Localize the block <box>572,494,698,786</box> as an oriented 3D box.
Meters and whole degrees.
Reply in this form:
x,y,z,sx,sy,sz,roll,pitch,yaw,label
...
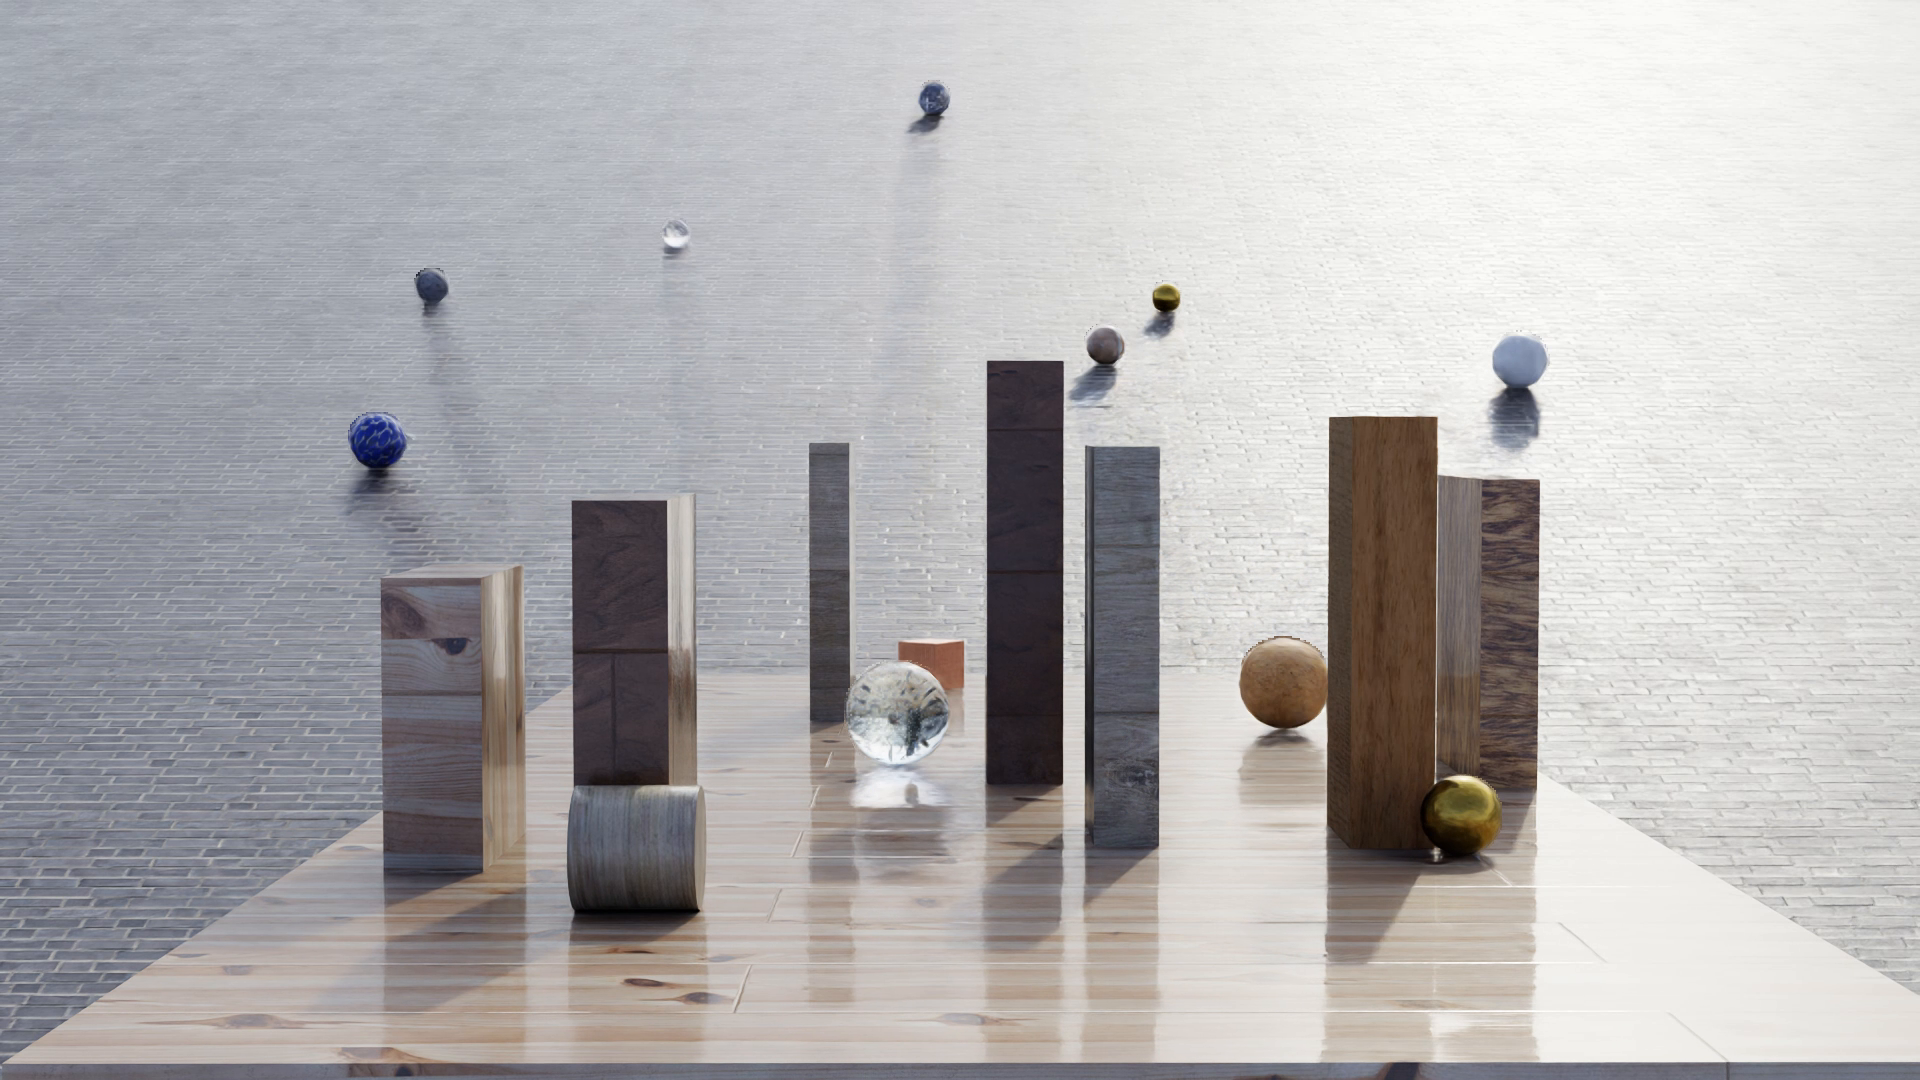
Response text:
x,y,z,sx,sy,sz,roll,pitch,yaw,label
-0.451,0.204,3.605,0.127,0.530,0.373,0,2,0,block

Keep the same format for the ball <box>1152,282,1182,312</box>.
x,y,z,sx,sy,sz,roll,pitch,yaw,label
0.768,-0.901,9.571,0.111,0.111,0.111,0,23,0,ball

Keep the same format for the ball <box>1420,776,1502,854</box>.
x,y,z,sx,sy,sz,roll,pitch,yaw,label
0.734,0.403,3.773,0.116,0.116,0.116,0,23,0,ball

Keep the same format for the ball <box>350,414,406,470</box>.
x,y,z,sx,sy,sz,roll,pitch,yaw,label
-1.830,-0.311,8.093,0.175,0.175,0.175,0,23,0,ball

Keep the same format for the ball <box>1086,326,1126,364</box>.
x,y,z,sx,sy,sz,roll,pitch,yaw,label
0.512,-0.683,9.022,0.138,0.138,0.138,0,23,0,ball

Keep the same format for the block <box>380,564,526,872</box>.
x,y,z,sx,sy,sz,roll,pitch,yaw,label
-0.743,0.253,3.800,0.141,0.416,0.363,0,2,0,block

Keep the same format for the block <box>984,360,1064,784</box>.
x,y,z,sx,sy,sz,roll,pitch,yaw,label
0.114,0.051,4.669,0.135,0.743,0.312,0,2,0,block

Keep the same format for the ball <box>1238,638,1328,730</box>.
x,y,z,sx,sy,sz,roll,pitch,yaw,label
0.675,0.299,5.351,0.189,0.189,0.189,0,23,0,ball

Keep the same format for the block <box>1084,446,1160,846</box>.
x,y,z,sx,sy,sz,roll,pitch,yaw,label
0.249,0.153,3.979,0.098,0.598,0.278,0,2,0,block

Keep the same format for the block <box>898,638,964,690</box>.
x,y,z,sx,sy,sz,roll,pitch,yaw,label
-0.070,0.300,6.204,0.113,0.113,0.113,2,3,36,block

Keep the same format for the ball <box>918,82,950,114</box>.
x,y,z,sx,sy,sz,roll,pitch,yaw,label
-0.123,-2.130,12.422,0.154,0.154,0.154,0,23,0,ball

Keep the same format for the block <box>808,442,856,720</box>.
x,y,z,sx,sy,sz,roll,pitch,yaw,label
-0.279,0.083,5.664,0.086,0.595,0.325,0,2,0,block

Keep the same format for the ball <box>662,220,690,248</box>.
x,y,z,sx,sy,sz,roll,pitch,yaw,label
-1.143,-1.234,10.355,0.113,0.113,0.113,0,23,0,ball

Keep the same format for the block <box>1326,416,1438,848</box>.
x,y,z,sx,sy,sz,roll,pitch,yaw,label
0.643,0.133,3.934,0.126,0.642,0.243,0,2,0,block

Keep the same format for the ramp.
x,y,z,sx,sy,sz,roll,pitch,yaw,label
0.053,0.479,4.537,2.000,0.100,4.000,0,2,0,ramp

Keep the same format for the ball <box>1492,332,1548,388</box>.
x,y,z,sx,sy,sz,roll,pitch,yaw,label
1.911,-0.613,8.789,0.189,0.189,0.189,0,23,0,ball

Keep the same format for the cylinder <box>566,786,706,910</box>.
x,y,z,sx,sy,sz,roll,pitch,yaw,label
-0.418,0.400,3.346,0.162,0.162,0.162,0,23,0,cylinder

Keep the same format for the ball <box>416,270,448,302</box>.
x,y,z,sx,sy,sz,roll,pitch,yaw,label
-1.985,-0.955,9.684,0.122,0.122,0.122,0,23,0,ball

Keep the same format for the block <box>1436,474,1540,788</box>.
x,y,z,sx,sy,sz,roll,pitch,yaw,label
0.954,0.154,4.669,0.101,0.537,0.408,0,2,0,block

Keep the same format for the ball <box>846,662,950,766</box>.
x,y,z,sx,sy,sz,roll,pitch,yaw,label
-0.116,0.322,4.776,0.193,0.193,0.193,0,23,0,ball
